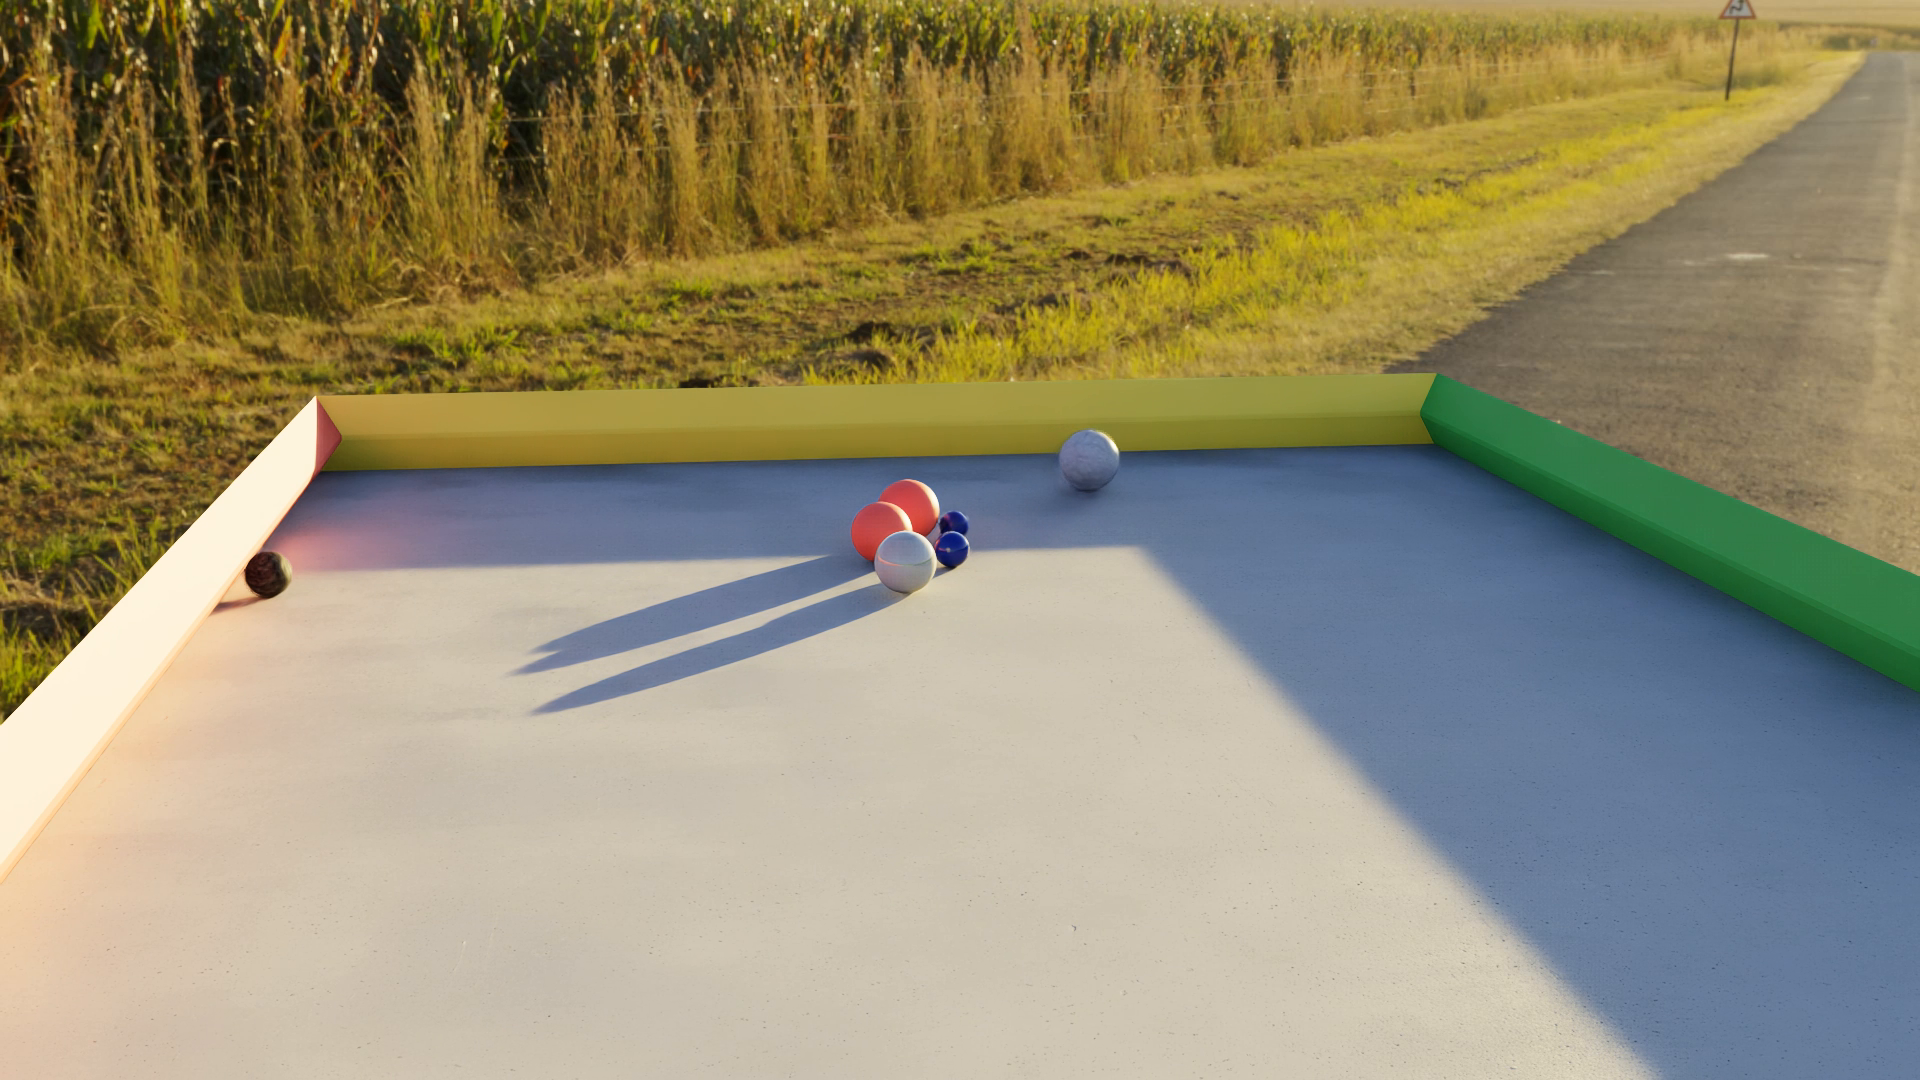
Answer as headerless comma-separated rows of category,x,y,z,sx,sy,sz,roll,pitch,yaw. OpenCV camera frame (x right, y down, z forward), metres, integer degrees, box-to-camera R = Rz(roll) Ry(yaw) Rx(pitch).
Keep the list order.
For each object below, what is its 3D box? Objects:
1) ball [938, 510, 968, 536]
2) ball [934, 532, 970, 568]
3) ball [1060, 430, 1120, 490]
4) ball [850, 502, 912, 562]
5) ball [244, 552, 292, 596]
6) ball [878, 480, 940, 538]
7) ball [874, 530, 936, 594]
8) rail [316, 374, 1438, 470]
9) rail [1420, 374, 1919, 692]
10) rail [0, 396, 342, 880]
ball,-0.009,-0.021,3.098,0.042,0.042,0.042,0,13,0
ball,-0.011,0.012,2.938,0.048,0.048,0.048,0,13,0
ball,0.202,-0.124,3.437,0.094,0.094,0.094,0,13,0
ball,-0.105,-0.010,2.958,0.083,0.083,0.083,0,13,0
ball,-0.874,0.043,2.781,0.058,0.058,0.058,0,13,0
ball,-0.073,-0.041,3.081,0.088,0.088,0.088,0,13,0
ball,-0.069,0.028,2.797,0.080,0.080,0.080,0,13,0
rail,-0.106,-0.197,3.689,1.899,0.122,0.045,-2,13,-8
rail,1.026,0.124,2.272,0.045,0.122,3.232,-2,13,-8
rail,-0.808,0.179,2.029,0.045,0.122,3.232,-2,13,-8
